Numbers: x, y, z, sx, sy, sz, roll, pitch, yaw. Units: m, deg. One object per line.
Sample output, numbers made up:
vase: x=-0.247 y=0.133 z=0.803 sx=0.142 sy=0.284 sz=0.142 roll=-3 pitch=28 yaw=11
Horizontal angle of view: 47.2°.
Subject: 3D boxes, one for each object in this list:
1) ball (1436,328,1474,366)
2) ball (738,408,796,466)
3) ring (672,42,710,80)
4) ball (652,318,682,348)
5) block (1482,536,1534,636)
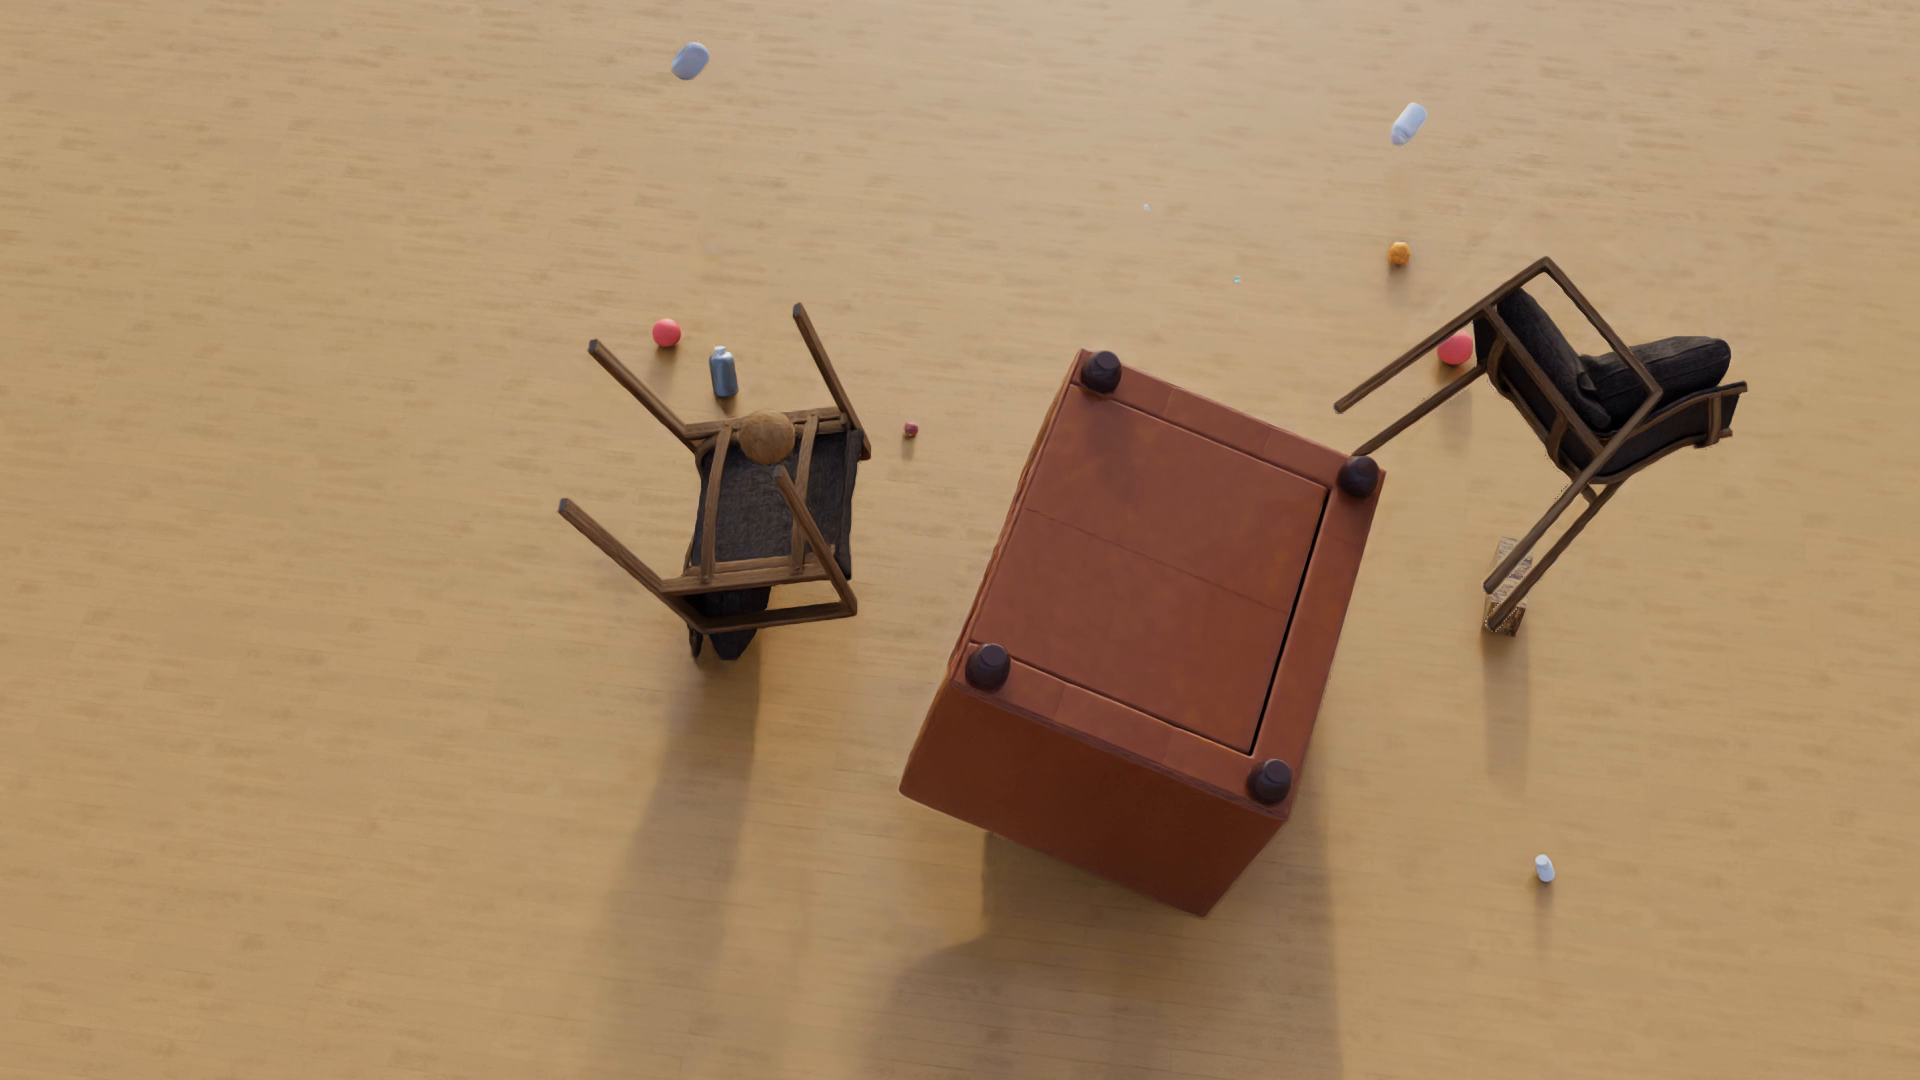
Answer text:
ball: x=1.556 y=-0.608 z=6.912 sx=0.116 sy=0.116 sz=0.116 roll=0 pitch=56 yaw=0
ball: x=-0.505 y=-0.270 z=5.772 sx=0.150 sy=0.150 sz=0.150 roll=0 pitch=56 yaw=0
ring: x=-0.861 y=-1.529 z=7.022 sx=0.078 sy=0.150 sz=0.094 roll=30 pitch=47 yaw=-26
ball: x=-0.928 y=-0.656 z=6.959 sx=0.092 sy=0.092 sz=0.092 roll=0 pitch=56 yaw=0
block: x=1.592 y=0.135 z=6.391 sx=0.098 sy=0.154 sz=0.231 roll=12 pitch=57 yaw=8
